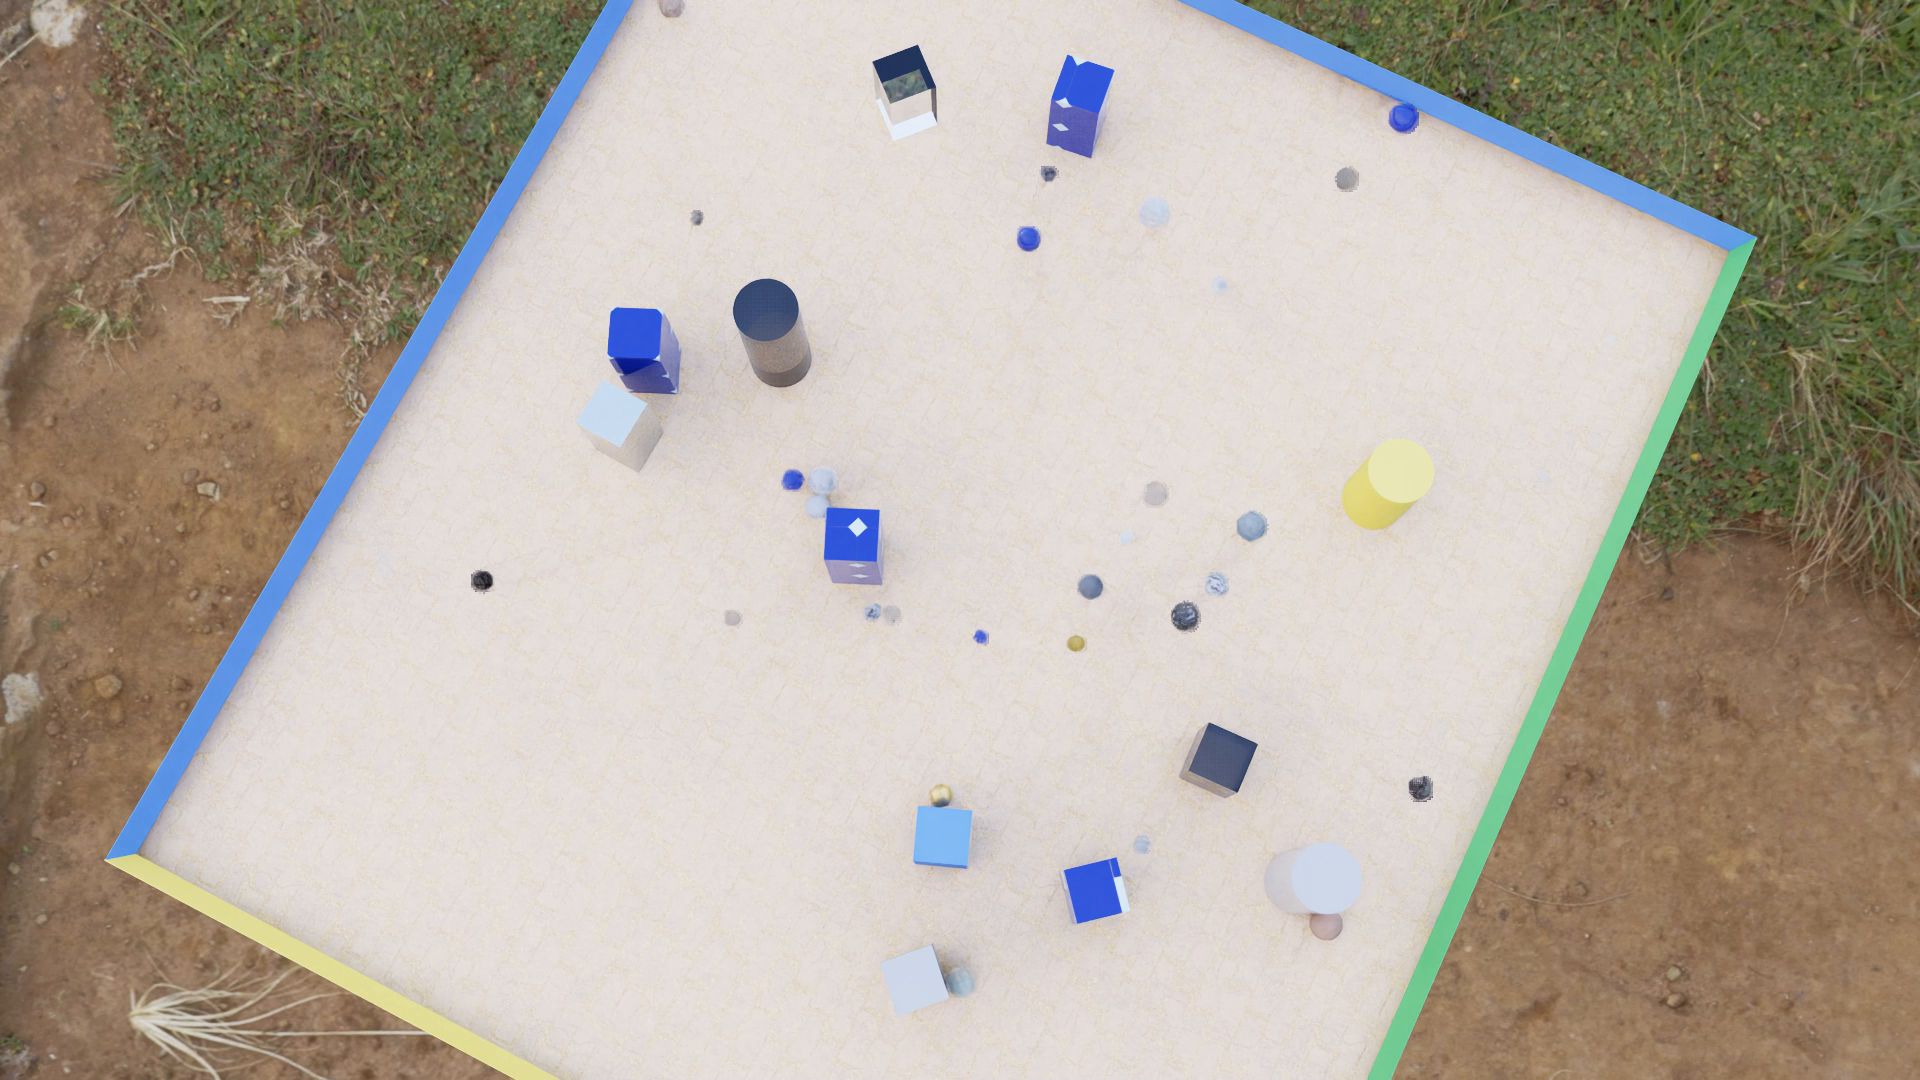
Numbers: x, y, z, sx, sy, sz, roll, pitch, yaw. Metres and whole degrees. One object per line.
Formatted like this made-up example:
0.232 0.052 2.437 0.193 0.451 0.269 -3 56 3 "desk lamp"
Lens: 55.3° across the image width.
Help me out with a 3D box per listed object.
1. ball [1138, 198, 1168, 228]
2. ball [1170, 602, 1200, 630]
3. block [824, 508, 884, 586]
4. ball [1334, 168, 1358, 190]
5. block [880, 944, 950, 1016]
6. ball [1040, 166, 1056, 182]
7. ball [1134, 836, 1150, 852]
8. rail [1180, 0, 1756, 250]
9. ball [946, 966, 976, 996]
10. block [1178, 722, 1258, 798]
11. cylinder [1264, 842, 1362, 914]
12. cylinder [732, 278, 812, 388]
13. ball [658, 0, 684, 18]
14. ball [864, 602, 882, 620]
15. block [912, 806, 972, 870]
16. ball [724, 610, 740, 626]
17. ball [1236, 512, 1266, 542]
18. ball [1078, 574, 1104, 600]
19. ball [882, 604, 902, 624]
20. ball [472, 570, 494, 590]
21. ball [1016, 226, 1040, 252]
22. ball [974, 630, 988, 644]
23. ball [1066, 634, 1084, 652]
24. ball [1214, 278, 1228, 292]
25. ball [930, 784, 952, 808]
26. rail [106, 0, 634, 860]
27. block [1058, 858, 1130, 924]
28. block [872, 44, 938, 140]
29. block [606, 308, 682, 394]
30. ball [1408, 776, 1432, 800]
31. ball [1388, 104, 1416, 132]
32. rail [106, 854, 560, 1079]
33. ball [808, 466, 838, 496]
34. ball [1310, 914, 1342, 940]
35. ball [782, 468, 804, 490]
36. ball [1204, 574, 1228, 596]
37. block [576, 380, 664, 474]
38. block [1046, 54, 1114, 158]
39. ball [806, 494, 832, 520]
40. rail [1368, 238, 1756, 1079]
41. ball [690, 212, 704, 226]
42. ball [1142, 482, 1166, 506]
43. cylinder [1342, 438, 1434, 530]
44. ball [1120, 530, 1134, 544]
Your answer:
0.610 -1.032 5.782 0.093 0.093 0.093 0 78 0 "ball"
0.677 0.231 5.525 0.086 0.086 0.086 0 78 0 "ball"
-0.309 0.022 5.420 0.152 0.375 0.152 2 78 0 "block"
1.225 -1.146 5.818 0.070 0.070 0.070 0 78 0 "ball"
-0.127 1.251 5.223 0.152 0.263 0.152 -19 79 -4 "block"
0.282 -1.164 5.833 0.048 0.048 0.048 0 78 0 "ball"
0.536 0.895 5.406 0.049 0.049 0.049 0 78 0 "ball"
0.865 -1.688 5.901 3.574 0.124 0.045 26 80 5 "rail"
0.003 1.278 5.308 0.087 0.087 0.087 0 78 0 "ball"
0.752 0.646 5.353 0.152 0.254 0.152 24 79 5 "block"
0.993 0.962 5.184 0.191 0.458 0.191 0 78 0 "cylinder"
-0.559 -0.616 5.505 0.191 0.467 0.191 0 78 0 "cylinder"
-0.934 -1.731 5.933 0.082 0.082 0.082 0 78 0 "ball"
-0.263 0.216 5.546 0.051 0.051 0.051 0 78 0 "ball"
-0.048 0.857 5.267 0.152 0.337 0.152 5 78 1 "block"
-0.688 0.238 5.543 0.048 0.048 0.048 0 78 0 "ball"
0.886 -0.040 5.579 0.089 0.089 0.089 0 78 0 "ball"
0.396 0.142 5.549 0.074 0.074 0.074 0 78 0 "ball"
-0.206 0.224 5.540 0.058 0.058 0.058 0 78 0 "ball"
-1.448 0.123 5.560 0.060 0.060 0.060 0 78 0 "ball"
0.215 -0.948 5.773 0.078 0.078 0.078 0 78 0 "ball"
0.062 0.293 5.534 0.043 0.043 0.043 0 78 0 "ball"
0.349 0.312 5.524 0.055 0.055 0.055 0 78 0 "ball"
0.820 -0.800 5.758 0.046 0.046 0.046 0 78 0 "ball"
-0.056 0.758 5.424 0.070 0.070 0.070 0 78 0 "ball"
-1.577 -0.766 5.711 0.045 0.124 3.916 26 80 5 "rail"
0.383 1.009 5.264 0.152 0.282 0.152 -13 79 -3 "block"
-0.172 -1.405 5.768 0.152 0.272 0.152 -21 79 -4 "block"
-0.952 -0.569 5.545 0.152 0.371 0.152 2 78 0 "block"
1.363 0.735 5.430 0.068 0.068 0.068 0 78 0 "ball"
1.412 -1.345 5.849 0.090 0.090 0.090 0 78 0 "ball"
-0.865 1.701 5.200 3.574 0.124 0.045 26 80 5 "rail"
-0.417 -0.181 5.608 0.090 0.090 0.090 0 78 0 "ball"
1.067 1.118 5.336 0.095 0.095 0.095 0 78 0 "ball"
-0.511 -0.185 5.621 0.066 0.066 0.066 0 78 0 "ball"
0.775 0.135 5.552 0.071 0.071 0.071 0 78 0 "ball"
-1.021 -0.339 5.525 0.152 0.317 0.152 29 80 6 "block"
0.373 -1.350 5.726 0.152 0.333 0.152 19 79 4 "block"
-0.432 -0.100 5.599 0.075 0.075 0.075 0 78 0 "ball"
1.577 0.779 5.391 0.045 0.124 3.916 26 80 5 "rail"
-0.834 -1.015 5.804 0.045 0.045 0.045 0 78 0 "ball"
0.596 -0.141 5.608 0.075 0.075 0.075 0 78 0 "ball"
1.271 -0.162 5.461 0.191 0.370 0.191 0 78 0 "cylinder"
0.509 -0.007 5.597 0.041 0.041 0.041 0 78 0 "ball"
